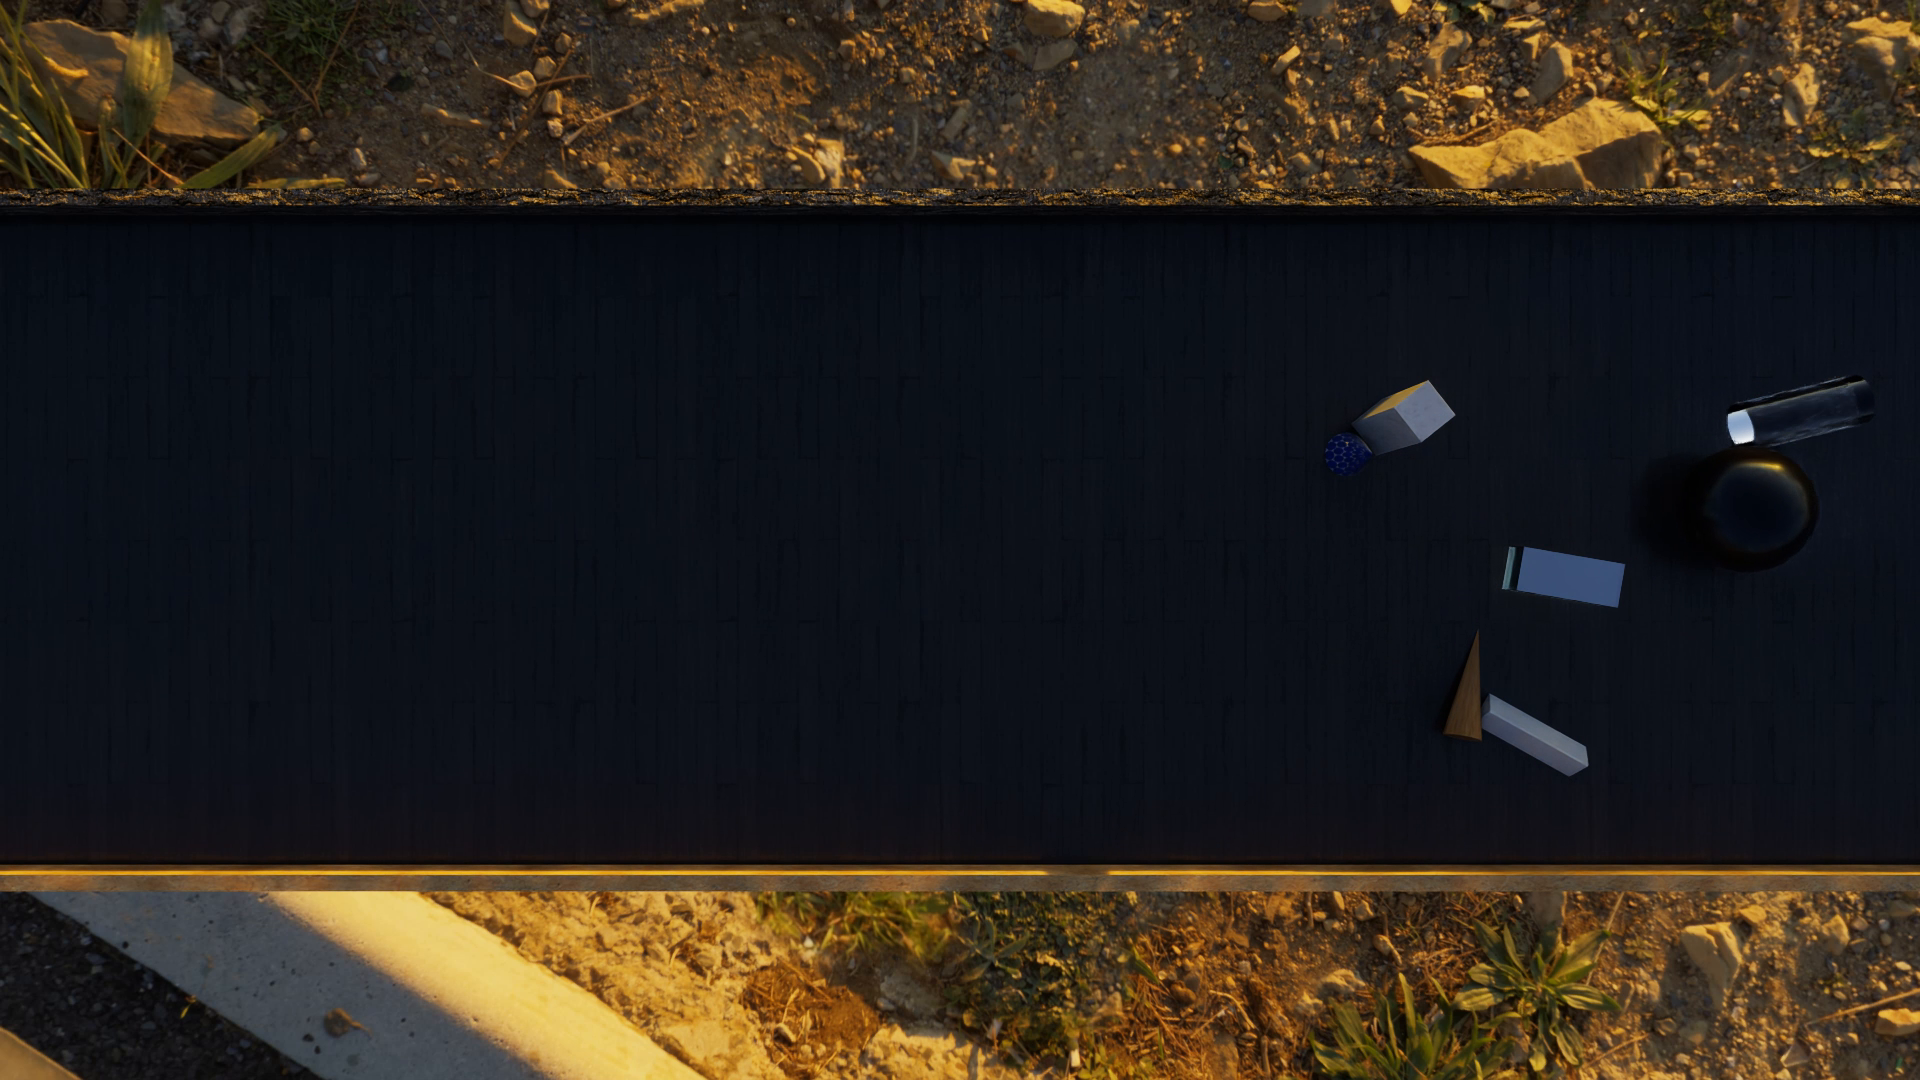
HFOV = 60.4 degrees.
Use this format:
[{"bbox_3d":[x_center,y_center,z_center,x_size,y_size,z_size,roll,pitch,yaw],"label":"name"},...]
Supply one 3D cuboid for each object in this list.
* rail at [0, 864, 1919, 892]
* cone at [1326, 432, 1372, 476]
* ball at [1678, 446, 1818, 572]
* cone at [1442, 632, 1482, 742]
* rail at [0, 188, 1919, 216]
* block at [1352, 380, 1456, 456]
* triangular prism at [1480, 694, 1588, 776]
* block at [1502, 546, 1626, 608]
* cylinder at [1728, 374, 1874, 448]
[{"bbox_3d":[-2.247,1.025,5.001,12.000,0.150,0.050,0,90,0],"label":"rail"},{"bbox_3d":[1.179,-0.254,4.871,0.133,0.402,0.133,0,93,3],"label":"cone"},{"bbox_3d":[2.332,-0.091,4.889,0.376,0.376,0.376,0,90,0],"label":"ball"},{"bbox_3d":[1.561,0.436,5.047,0.118,0.118,0.342,12,80,0],"label":"cone"},{"bbox_3d":[-2.247,-1.025,5.002,12.000,0.150,0.050,0,90,0],"label":"rail"},{"bbox_3d":[1.299,-0.355,4.859,0.125,0.429,0.125,-38,90,-3],"label":"block"},{"bbox_3d":[1.750,0.600,5.029,0.339,0.089,0.103,29,90,0],"label":"triangular prism"},{"bbox_3d":[1.831,0.111,5.010,0.308,0.132,0.132,10,90,0],"label":"block"},{"bbox_3d":[2.546,-0.383,4.999,0.371,0.155,0.155,-14,90,0],"label":"cylinder"}]
